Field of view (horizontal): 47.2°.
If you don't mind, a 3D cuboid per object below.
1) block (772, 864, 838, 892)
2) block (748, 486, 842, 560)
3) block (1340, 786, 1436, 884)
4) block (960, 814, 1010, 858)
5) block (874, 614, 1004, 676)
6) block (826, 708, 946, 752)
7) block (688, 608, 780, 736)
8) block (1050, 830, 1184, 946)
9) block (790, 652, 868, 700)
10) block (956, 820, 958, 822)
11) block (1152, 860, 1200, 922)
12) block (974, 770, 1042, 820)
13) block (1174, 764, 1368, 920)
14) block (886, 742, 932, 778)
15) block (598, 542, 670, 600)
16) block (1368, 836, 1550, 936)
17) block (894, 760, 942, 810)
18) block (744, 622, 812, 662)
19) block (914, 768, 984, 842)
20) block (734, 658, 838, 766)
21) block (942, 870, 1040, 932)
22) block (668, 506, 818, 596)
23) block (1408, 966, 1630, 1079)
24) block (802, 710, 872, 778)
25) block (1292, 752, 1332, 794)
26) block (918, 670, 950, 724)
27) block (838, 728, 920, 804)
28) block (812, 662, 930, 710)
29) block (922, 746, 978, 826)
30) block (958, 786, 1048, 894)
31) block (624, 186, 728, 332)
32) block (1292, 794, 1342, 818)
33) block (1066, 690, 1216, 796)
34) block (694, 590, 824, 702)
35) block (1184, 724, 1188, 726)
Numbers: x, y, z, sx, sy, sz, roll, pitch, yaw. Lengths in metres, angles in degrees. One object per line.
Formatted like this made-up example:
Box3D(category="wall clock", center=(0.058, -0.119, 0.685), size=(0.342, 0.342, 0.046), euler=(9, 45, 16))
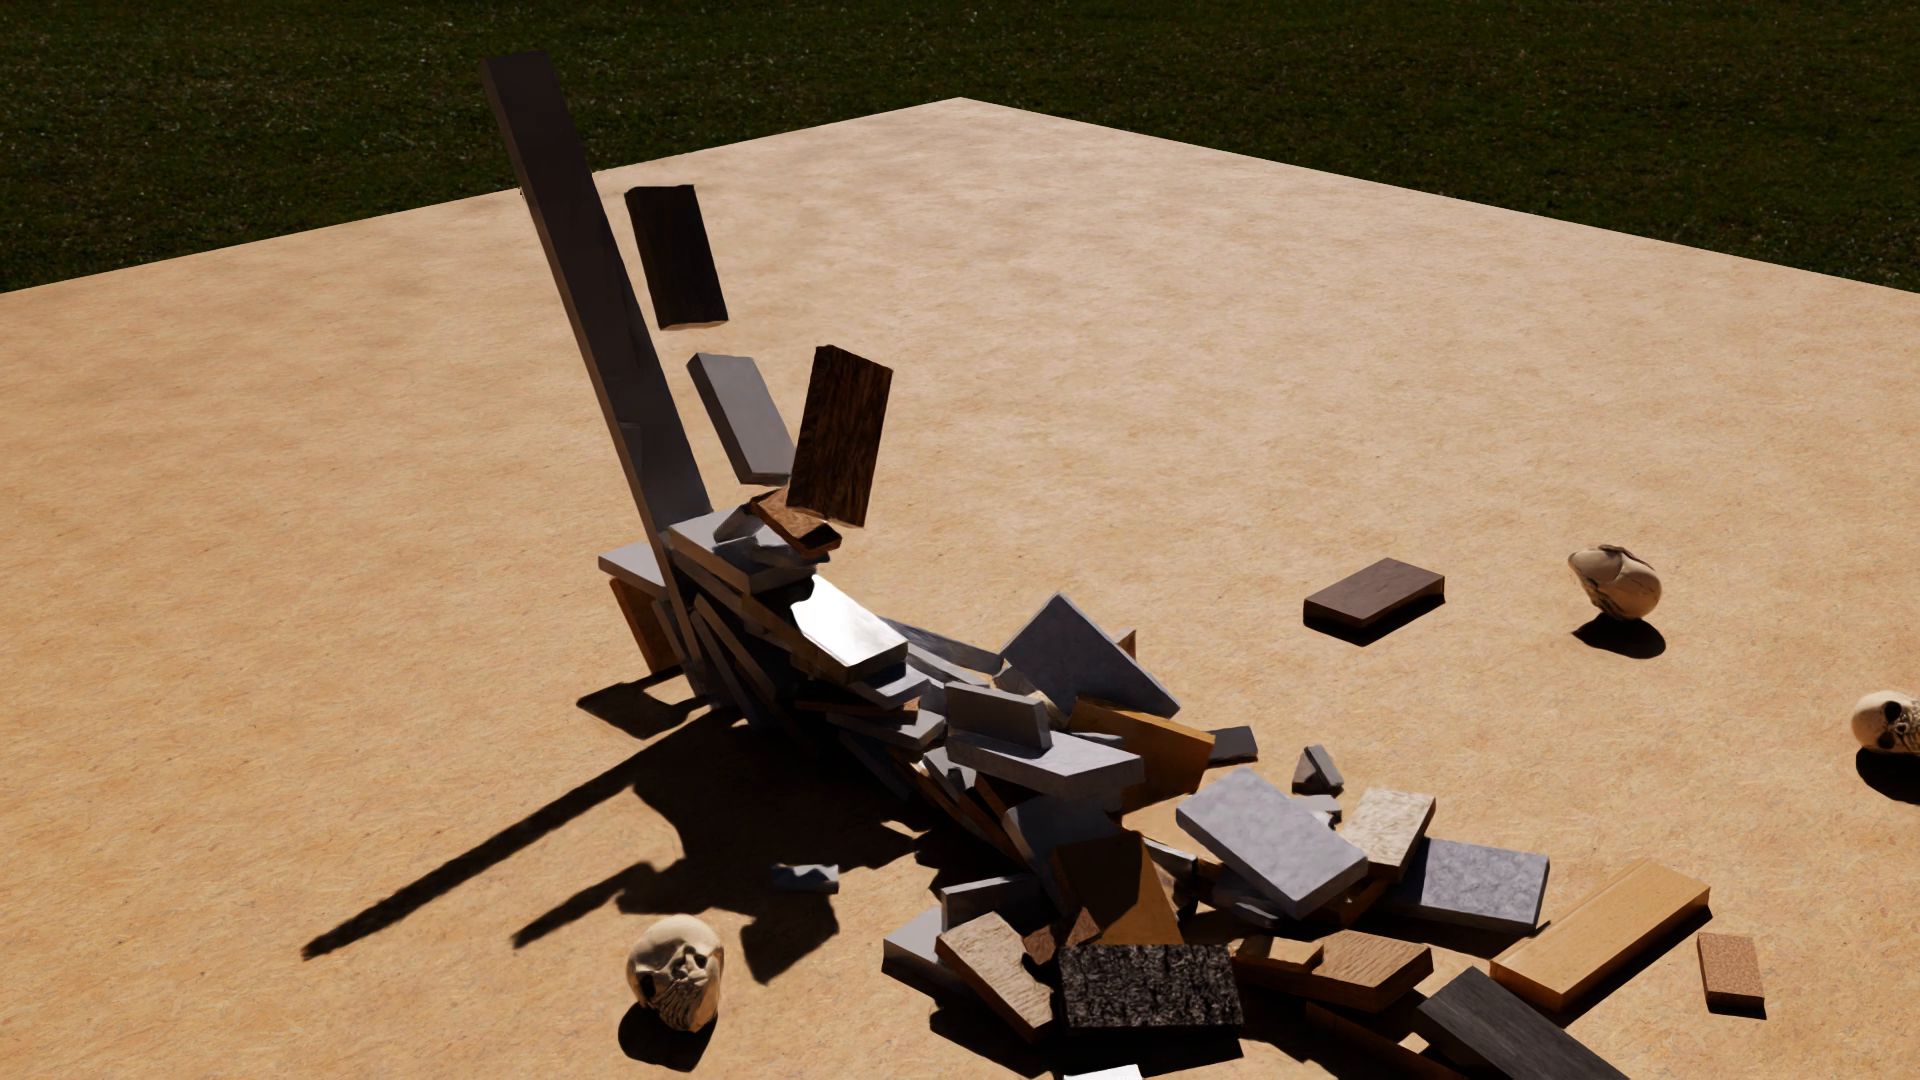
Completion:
Box3D(category="block", center=(-0.296, 0.647, 4.212), size=(0.125, 0.018, 0.063), euler=(-2, 23, -5))
Box3D(category="block", center=(-0.337, -0.036, 4.504), size=(0.093, 0.026, 0.186), euler=(-22, 51, -41))
Box3D(category="block", center=(0.798, 0.552, 4.146), size=(0.131, 0.037, 0.263), euler=(7, 26, 25))
Box3D(category="block", center=(0.103, 0.576, 4.312), size=(0.186, 0.026, 0.093), euler=(32, 37, 28))
Box3D(category="block", center=(-0.077, 0.233, 4.993), size=(0.173, 0.049, 0.346), euler=(19, -2, -42))
Box3D(category="block", center=(-0.155, 0.374, 4.588), size=(0.221, 0.031, 0.111), euler=(16, 27, 25))
Box3D(category="block", center=(-0.452, 0.266, 4.830), size=(0.154, 0.044, 0.309), euler=(-19, 71, -38))
Box3D(category="block", center=(0.293, 0.682, 3.893), size=(0.167, 0.047, 0.334), euler=(-8, 53, -18))
Box3D(category="block", center=(-0.236, 0.264, 4.614), size=(0.230, 0.033, 0.115), euler=(21, 31, 37))
Box3D(category="block", center=(-0.009, 0.521, 4.448), size=(0.069, 0.020, 0.138), euler=(-18, 47, -40))
Box3D(category="block", center=(0.297, 0.631, 4.135), size=(0.142, 0.040, 0.283), euler=(-21, 45, -40))
Box3D(category="block", center=(0.158, 0.525, 4.181), size=(0.142, 0.040, 0.283), euler=(-10, 37, -28))
Box3D(category="block", center=(0.574, 0.555, 4.077), size=(0.170, 0.048, 0.340), euler=(-28, 39, -23))
Box3D(category="block", center=(-0.085, 0.448, 4.505), size=(0.069, 0.020, 0.138), euler=(-13, 32, -30))
Box3D(category="block", center=(-0.704, 0.069, 5.020), size=(0.239, 0.034, 0.120), euler=(22, 32, 40))
Box3D(category="block", center=(0.927, 0.638, 4.096), size=(0.307, 0.043, 0.153), euler=(6, 49, 24))
Box3D(category="block", center=(-0.065, 0.491, 4.501), size=(0.069, 0.020, 0.138), euler=(-21, 50, -40))
Box3D(category="block", center=(-0.342, 0.195, 4.687), size=(0.230, 0.033, 0.115), euler=(21, 31, 41))
Box3D(category="block", center=(0.008, 0.515, 4.402), size=(0.186, 0.026, 0.093), euler=(43, 42, 19))
Box3D(category="block", center=(-0.336, 0.340, 4.736), size=(0.154, 0.044, 0.309), euler=(-20, 56, -38))
Box3D(category="block", center=(0.055, 0.661, 3.981), size=(0.182, 0.091, 0.026), euler=(-7, 19, -22))
Box3D(category="block", center=(-0.470, 0.022, 4.731), size=(0.167, 0.047, 0.334), euler=(-18, 29, -32))
Box3D(category="block", center=(0.924, 0.847, 3.595), size=(0.340, 0.048, 0.170), euler=(35, 39, 31))
Box3D(category="block", center=(-0.238, 0.395, 4.655), size=(0.111, 0.031, 0.221), euler=(-22, 61, -41))
Box3D(category="block", center=(0.735, 0.486, 4.592), size=(0.065, 0.018, 0.131), euler=(7, 24, 16))
Box3D(category="block", center=(-0.076, 0.328, 4.677), size=(0.022, 0.079, 0.157), euler=(-13, 25, -40))
Box3D(category="block", center=(-0.141, 0.450, 4.571), size=(0.111, 0.031, 0.221), euler=(-21, 49, -40))
Box3D(category="block", center=(-0.185, 0.269, 4.521), size=(0.230, 0.033, 0.115), euler=(28, 37, 37))
Box3D(category="block", center=(0.017, 0.481, 4.362), size=(0.093, 0.026, 0.186), euler=(-16, 48, -37))
Box3D(category="block", center=(0.143, 0.566, 4.250), size=(0.142, 0.040, 0.283), euler=(-21, 52, -40))
Box3D(category="block", center=(-0.614, -0.613, 4.772), size=(0.156, 0.312, 0.044), euler=(-10, -8, -42))
Box3D(category="block", center=(0.697, 0.545, 4.452), size=(0.134, 0.019, 0.067), euler=(-5, 23, -11))
Box3D(category="block", center=(0.358, 0.424, 4.483), size=(0.291, 0.145, 0.041), euler=(18, 23, 3))
Box3D(category="block", center=(-0.426, 0.208, 4.771), size=(0.154, 0.044, 0.309), euler=(-19, 55, -38))
Box3D(category="block", center=(0.394, 0.422, 4.731), size=(0.190, 0.027, 0.095), euler=(5, 24, 12))
